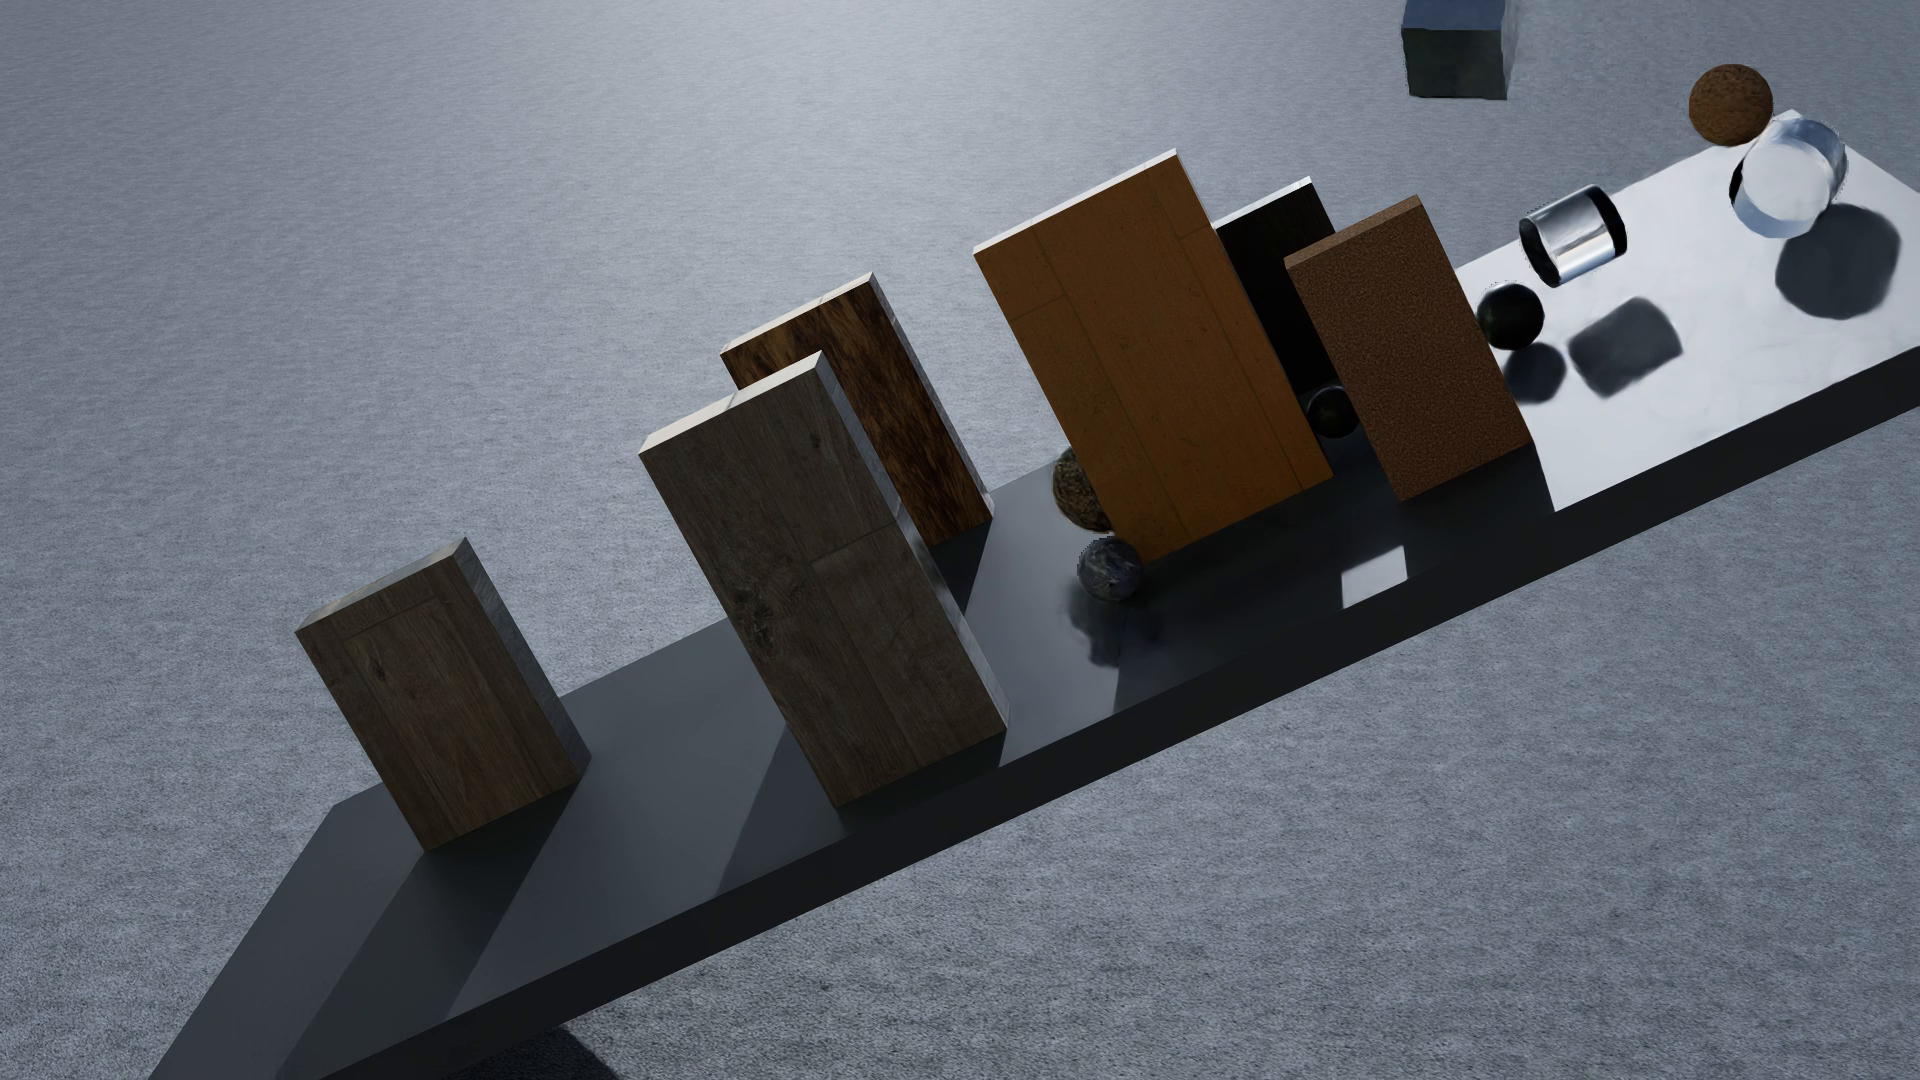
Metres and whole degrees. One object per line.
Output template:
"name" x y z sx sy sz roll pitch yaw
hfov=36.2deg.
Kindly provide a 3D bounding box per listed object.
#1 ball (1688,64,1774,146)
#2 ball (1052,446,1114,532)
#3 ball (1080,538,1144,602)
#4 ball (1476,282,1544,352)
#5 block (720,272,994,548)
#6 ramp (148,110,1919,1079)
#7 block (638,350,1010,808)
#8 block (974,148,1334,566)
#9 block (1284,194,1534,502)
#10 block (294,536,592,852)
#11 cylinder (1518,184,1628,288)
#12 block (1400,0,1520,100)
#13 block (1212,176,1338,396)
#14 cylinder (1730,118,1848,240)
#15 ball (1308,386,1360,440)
"ball" 1.494 -0.843 5.700 0.159 0.159 0.159 0 17 0
"ball" 0.305 -0.122 6.364 0.209 0.209 0.209 0 17 0
"ball" 0.302 0.061 5.874 0.126 0.126 0.126 0 17 0
"ball" 1.147 -0.465 6.135 0.142 0.142 0.142 0 17 0
"block" -0.241 -0.260 7.004 0.397 0.641 0.111 -25 14 10
"ramp" 0.139 0.168 6.281 4.000 0.100 2.000 -25 14 10
"block" -0.247 0.078 5.496 0.366 0.773 0.138 -25 14 10
"block" 0.394 -0.361 5.949 0.449 0.733 0.081 -25 14 10
"block" 0.847 -0.361 5.559 0.276 0.504 0.105 -25 14 10
"block" -1.166 0.352 6.664 0.411 0.589 0.141 -25 14 10
"cylinder" 1.292 -0.640 6.199 0.164 0.164 0.164 -26 21 -6
"block" 1.057 -1.077 6.199 0.205 0.205 0.205 5 56 18
"block" 0.696 -0.535 6.648 0.410 0.429 0.083 -25 14 10
"cylinder" 1.677 -0.733 5.951 0.196 0.196 0.196 8 27 25
"ball" 0.759 -0.258 5.968 0.108 0.108 0.108 0 17 0
